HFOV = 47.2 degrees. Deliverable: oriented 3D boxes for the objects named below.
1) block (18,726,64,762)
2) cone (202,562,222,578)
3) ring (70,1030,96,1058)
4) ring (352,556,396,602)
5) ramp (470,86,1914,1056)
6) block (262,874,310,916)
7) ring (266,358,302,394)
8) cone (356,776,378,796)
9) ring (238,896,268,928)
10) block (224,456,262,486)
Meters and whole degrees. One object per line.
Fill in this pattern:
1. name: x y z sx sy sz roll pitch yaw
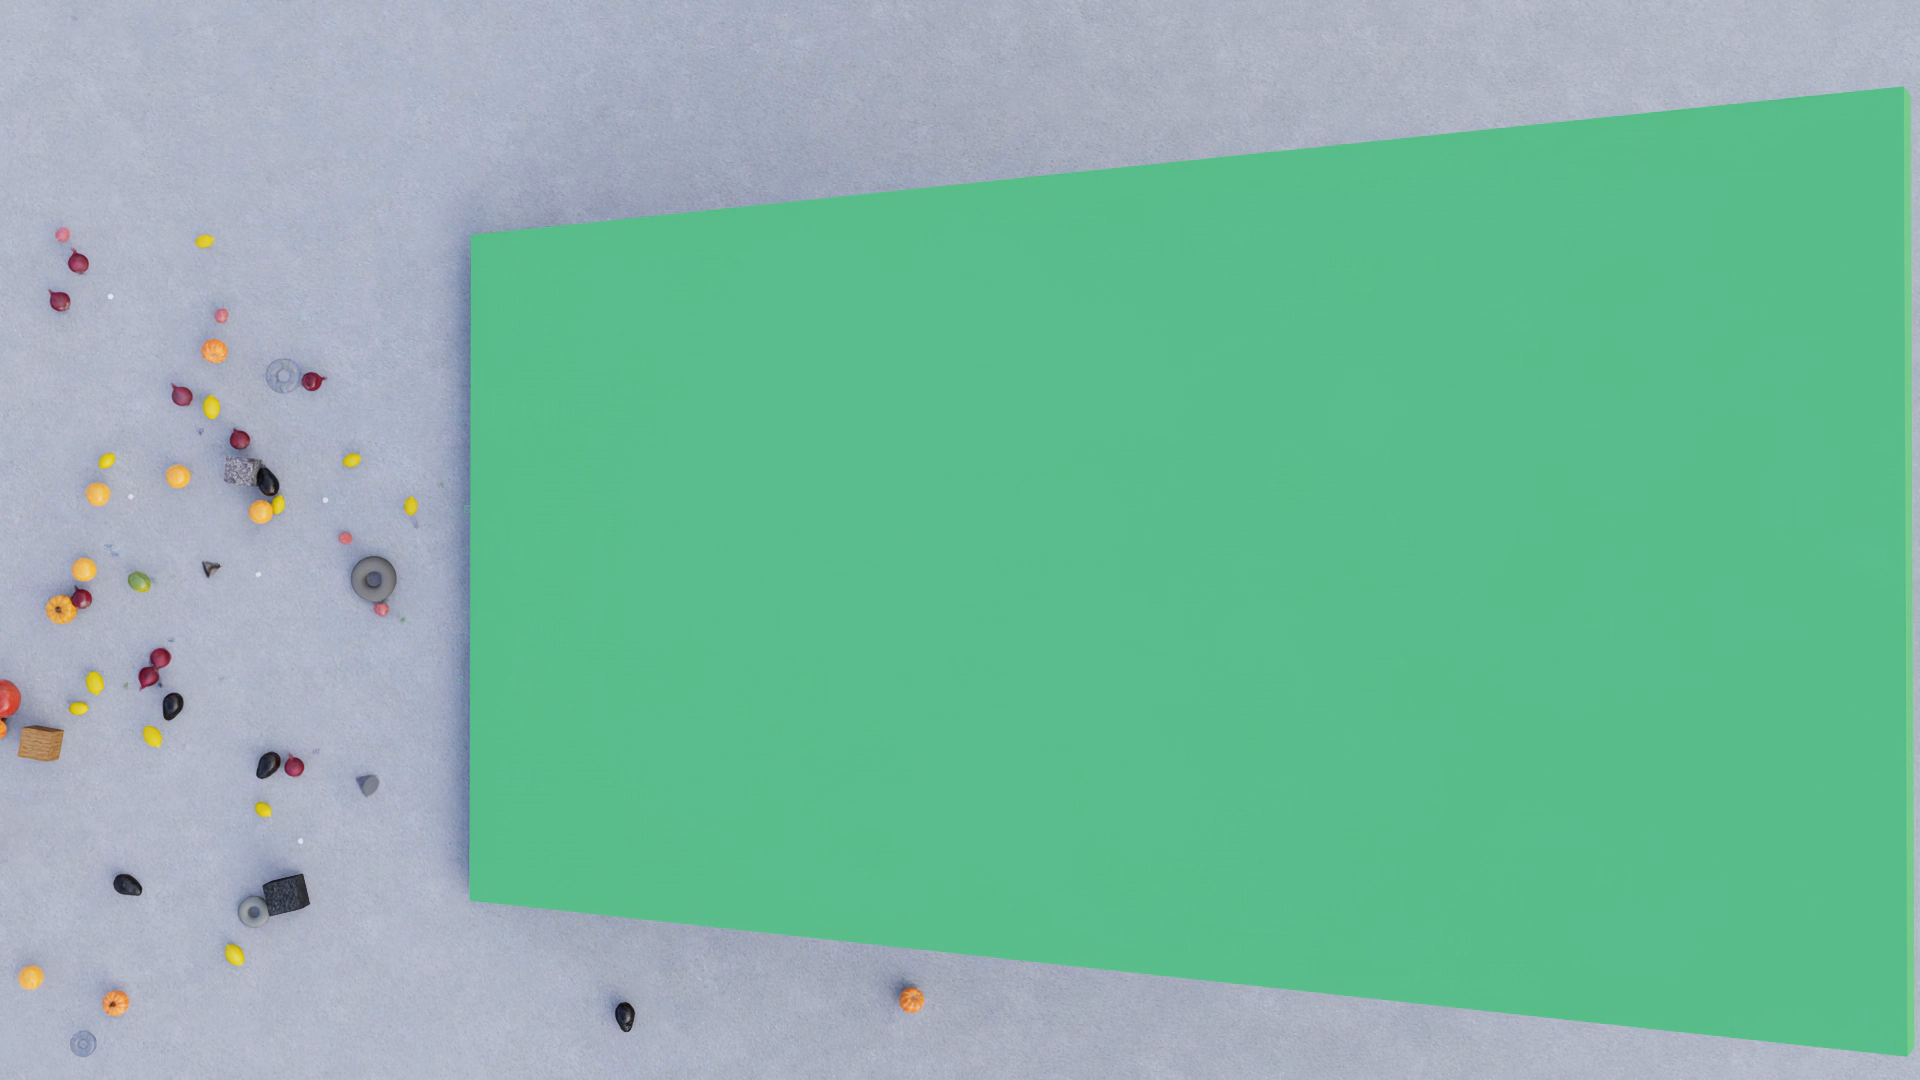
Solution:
1. block: -2.776 0.614 6.642 0.090 0.090 0.090 10 89 0
2. cone: -2.265 0.085 6.680 0.053 0.053 0.053 -18 89 -27
3. ring: -2.657 1.528 6.665 0.080 0.027 0.080 0 88 1
4. ring: -1.778 0.118 6.668 0.139 0.046 0.139 0 90 1
5. ramp: 0.265 0.073 5.611 4.000 0.100 2.000 0 89 31
6. block: -2.032 1.071 6.634 0.097 0.097 0.097 -13 89 0
7. ring: -2.054 -0.498 6.679 0.108 0.036 0.108 0 90 -1
8. cone: -1.812 0.735 6.671 0.067 0.067 0.067 21 89 27
9. ring: -2.140 1.127 6.666 0.097 0.032 0.097 0 88 1
10. block: -2.170 -0.207 6.653 0.082 0.082 0.082 6 89 0
